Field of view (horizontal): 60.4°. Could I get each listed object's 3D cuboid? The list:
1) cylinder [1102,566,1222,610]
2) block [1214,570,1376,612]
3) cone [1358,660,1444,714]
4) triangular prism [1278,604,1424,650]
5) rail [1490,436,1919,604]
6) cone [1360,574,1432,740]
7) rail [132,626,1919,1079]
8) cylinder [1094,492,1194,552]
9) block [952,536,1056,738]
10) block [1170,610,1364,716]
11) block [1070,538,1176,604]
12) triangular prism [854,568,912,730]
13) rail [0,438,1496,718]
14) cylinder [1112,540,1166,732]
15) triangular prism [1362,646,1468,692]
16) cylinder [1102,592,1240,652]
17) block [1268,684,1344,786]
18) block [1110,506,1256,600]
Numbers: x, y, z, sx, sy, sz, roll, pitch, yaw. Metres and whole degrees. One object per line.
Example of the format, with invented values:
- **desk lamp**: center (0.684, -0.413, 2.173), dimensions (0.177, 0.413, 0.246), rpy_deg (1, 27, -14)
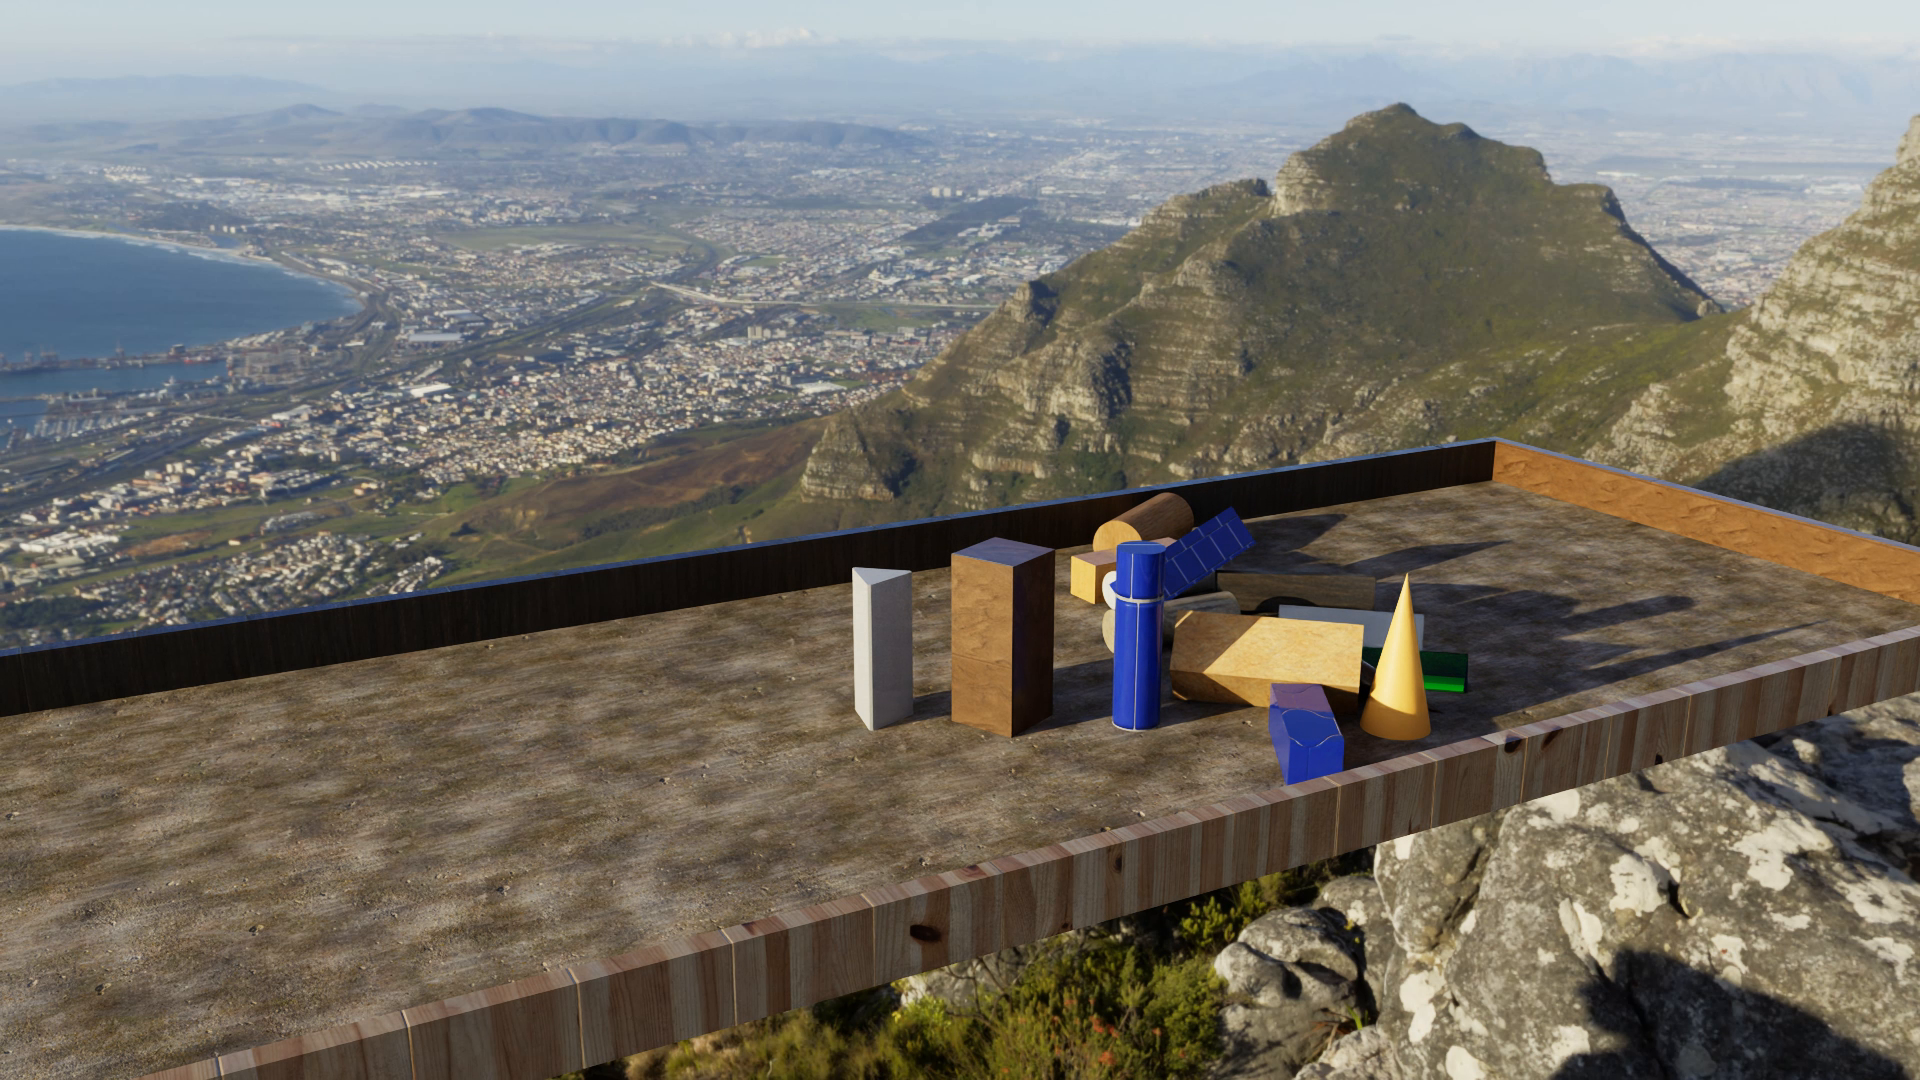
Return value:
- **cylinder**: center (0.587, 0.115, 4.761), dimensions (0.364, 0.115, 0.115), rpy_deg (-11, 20, -34)
- **block**: center (0.939, 0.145, 4.644), dimensions (0.433, 0.103, 0.103), rpy_deg (1, 4, 5)
- **cone**: center (0.990, 0.345, 4.035), dimensions (0.412, 0.166, 0.166), rpy_deg (22, 25, 27)
- **triangular prism**: center (1.030, 0.234, 4.357), dimensions (0.371, 0.107, 0.124), rpy_deg (4, 17, 12)
- **rail**: center (2.466, -0.048, 5.253), dimensions (0.050, 0.150, 2.100), rpy_deg (-9, 18, -27)
- **cone**: center (1.020, 0.256, 3.814), dimensions (0.163, 0.378, 0.163), rpy_deg (0, 16, 0)
- **rail**: center (-2.336, 1.006, 1.665), dimensions (12.000, 0.150, 0.050), rpy_deg (-9, 18, -27)
- **cylinder**: center (0.575, -0.023, 5.136), dimensions (0.169, 0.169, 0.383), rpy_deg (9, 19, 29)
- **block**: center (0.101, 0.224, 3.860), dimensions (0.172, 0.412, 0.172), rpy_deg (12, 20, 35)
- **block**: center (0.735, 0.294, 3.952), dimensions (0.437, 0.161, 0.161), rpy_deg (4, 61, 14)
- **block**: center (0.508, 0.088, 4.852), dimensions (0.362, 0.115, 0.115), rpy_deg (-10, 19, -31)
- **triangular prism**: center (-0.205, 0.247, 3.881), dimensions (0.121, 0.356, 0.140), rpy_deg (14, 22, 40)
- **rail**: center (-3.305, 0.497, 3.399), dimensions (12.000, 0.150, 0.050), rpy_deg (-9, 18, -27)
- **cylinder**: center (0.415, 0.224, 3.831), dimensions (0.112, 0.430, 0.112), rpy_deg (0, 16, 0)
- **triangular prism**: center (1.095, 0.312, 4.136), dimensions (0.340, 0.083, 0.096), rpy_deg (4, 17, 12)
- **cylinder**: center (0.566, 0.219, 4.403), dimensions (0.362, 0.117, 0.117), rpy_deg (-8, 18, -25)
- **block**: center (0.768, 0.434, 3.675), dimensions (0.114, 0.114, 0.332), rpy_deg (1, 16, 3)
- **block**: center (0.632, 0.066, 4.659), dimensions (0.442, 0.127, 0.127), rpy_deg (-29, -6, -37)
